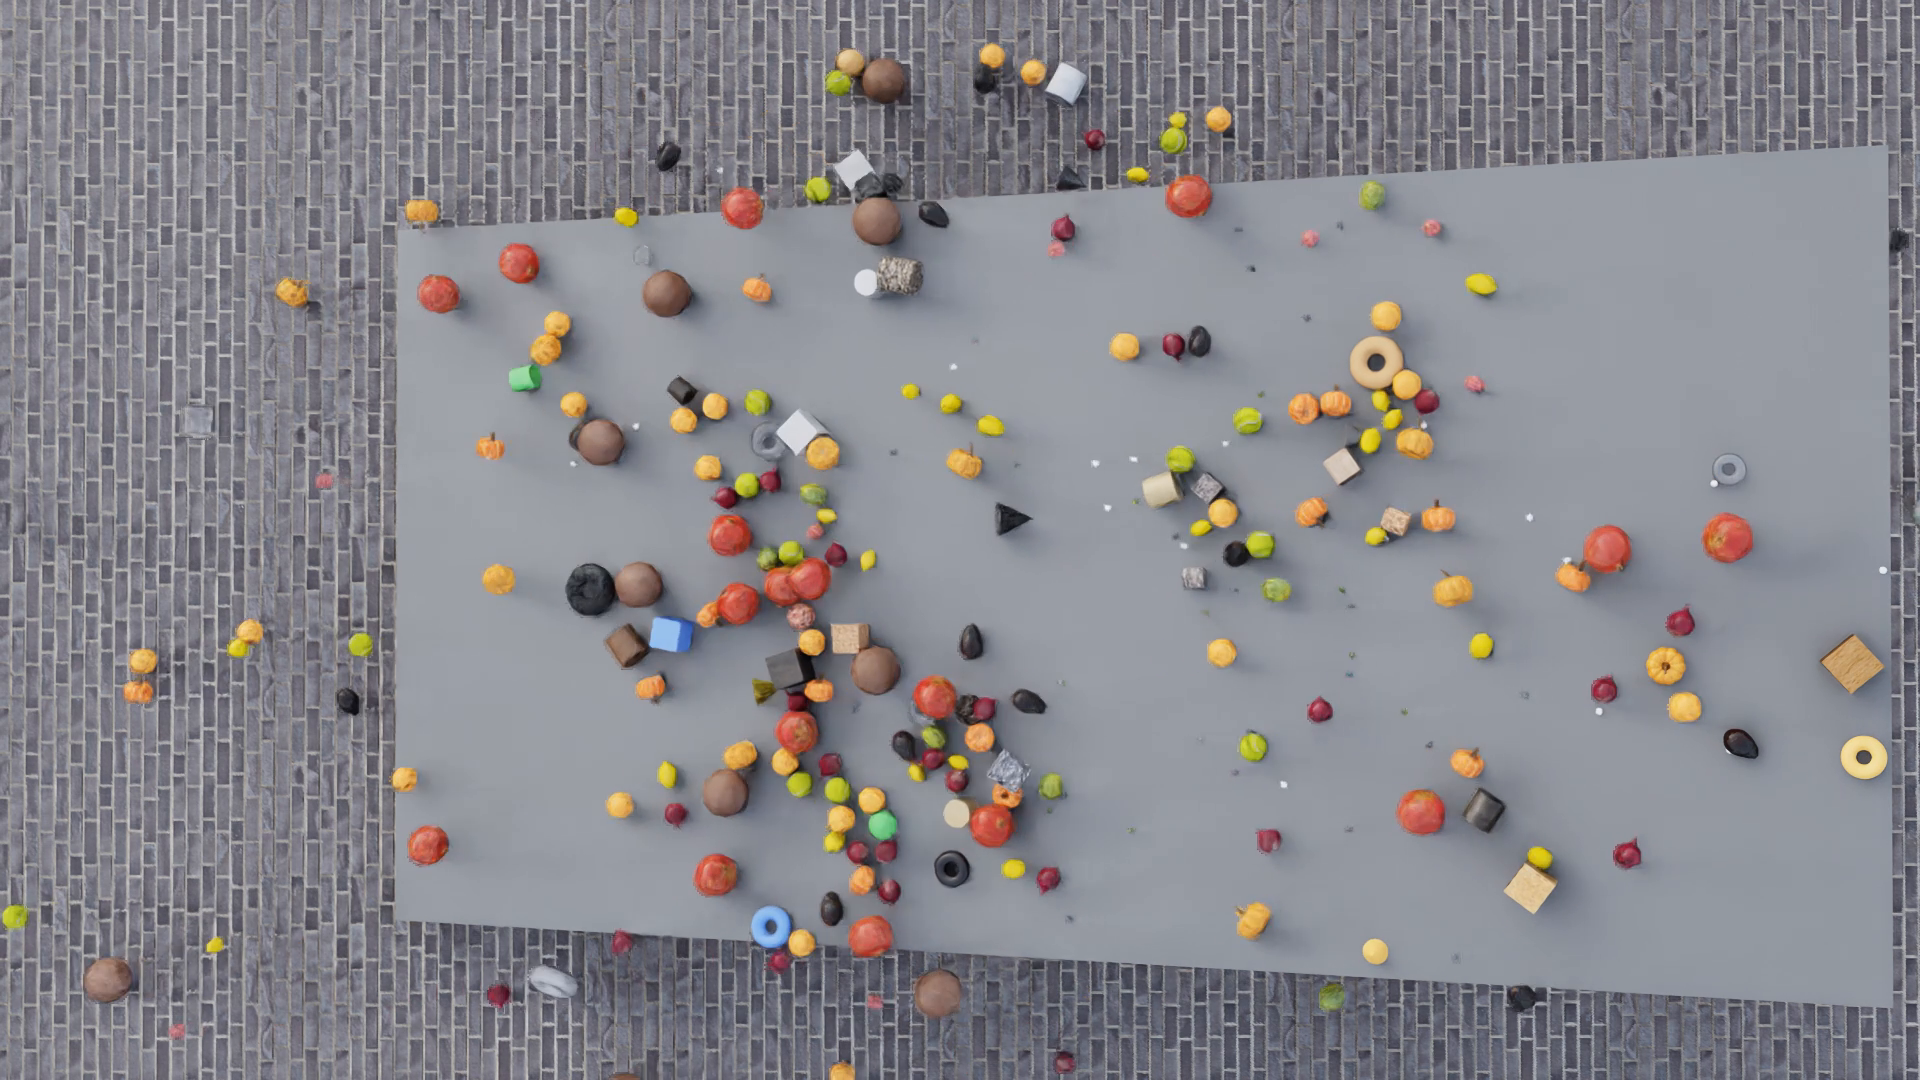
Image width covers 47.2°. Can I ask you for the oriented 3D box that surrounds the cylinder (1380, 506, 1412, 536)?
[{"bbox_3d":[1.076,-0.046,5.431,0.059,0.059,0.059,21,89,18],"label":"cylinder"}]

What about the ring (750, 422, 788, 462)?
[{"bbox_3d":[-0.519,-0.269,5.985,0.108,0.036,0.108,0,91,19],"label":"ring"}]

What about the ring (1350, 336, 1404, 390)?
[{"bbox_3d":[1.033,-0.441,5.458,0.134,0.045,0.134,0,90,20],"label":"ring"}]

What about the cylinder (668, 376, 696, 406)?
[{"bbox_3d":[-0.767,-0.412,6.059,0.057,0.057,0.057,41,89,14],"label":"cylinder"}]

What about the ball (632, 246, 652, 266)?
[{"bbox_3d":[-0.880,-0.789,6.103,0.056,0.056,0.056,0,89,0],"label":"ball"}]

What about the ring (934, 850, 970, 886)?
[{"bbox_3d":[-0.021,0.867,5.803,0.098,0.033,0.098,0,90,18],"label":"ring"}]

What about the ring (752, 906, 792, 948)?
[{"bbox_3d":[-0.512,1.049,5.963,0.116,0.039,0.116,0,90,18],"label":"ring"}]

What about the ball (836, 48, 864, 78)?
[{"bbox_3d":[-0.321,-1.399,6.449,0.081,0.081,0.081,0,89,0],"label":"ball"}]

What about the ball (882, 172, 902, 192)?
[{"bbox_3d":[-0.182,-0.958,5.893,0.054,0.054,0.054,0,89,0],"label":"ball"}]

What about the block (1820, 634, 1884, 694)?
[{"bbox_3d":[2.058,0.285,5.075,0.096,0.096,0.096,-43,77,13],"label":"block"}]

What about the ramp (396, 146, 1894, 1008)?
[{"bbox_3d":[0.278,0.092,5.782,4.000,0.100,2.000,0,89,19],"label":"ramp"}]

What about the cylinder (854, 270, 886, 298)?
[{"bbox_3d":[-0.238,-0.685,5.877,0.069,0.069,0.069,0,89,19],"label":"cylinder"}]

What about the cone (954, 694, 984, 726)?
[{"bbox_3d":[0.011,0.449,5.771,0.083,0.083,0.083,0,89,19],"label":"cone"}]

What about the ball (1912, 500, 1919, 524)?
[{"bbox_3d":[2.833,-0.082,6.426,0.091,0.091,0.091,0,89,0],"label":"ball"}]

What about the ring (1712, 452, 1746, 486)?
[{"bbox_3d":[1.818,-0.167,5.199,0.078,0.026,0.078,-1,88,18],"label":"ring"}]

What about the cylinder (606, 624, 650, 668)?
[{"bbox_3d":[-0.921,0.294,6.085,0.088,0.088,0.088,-38,78,0],"label":"cylinder"}]

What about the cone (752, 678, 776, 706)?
[{"bbox_3d":[-0.519,0.404,5.975,0.080,0.080,0.080,-12,89,-9],"label":"cone"}]

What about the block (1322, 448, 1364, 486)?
[{"bbox_3d":[0.953,-0.182,5.469,0.067,0.067,0.067,-36,79,15],"label":"block"}]

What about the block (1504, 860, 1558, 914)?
[{"bbox_3d":[1.376,0.835,5.302,0.087,0.087,0.087,37,101,15],"label":"block"}]

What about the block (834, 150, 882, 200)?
[{"bbox_3d":[-0.296,-1.067,6.425,0.090,0.090,0.090,-35,74,5],"label":"block"}]

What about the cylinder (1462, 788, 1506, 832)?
[{"bbox_3d":[1.273,0.658,5.345,0.077,0.077,0.077,32,99,0],"label":"cylinder"}]

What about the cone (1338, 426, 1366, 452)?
[{"bbox_3d":[0.988,-0.254,5.478,0.067,0.067,0.067,-5,89,-28],"label":"cone"}]

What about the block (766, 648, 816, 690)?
[{"bbox_3d":[-0.456,0.347,5.926,0.089,0.089,0.089,-19,83,17],"label":"block"}]

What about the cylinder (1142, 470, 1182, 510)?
[{"bbox_3d":[0.515,-0.129,5.610,0.080,0.080,0.080,-19,89,17],"label":"cylinder"}]

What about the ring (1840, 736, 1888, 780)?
[{"bbox_3d":[2.094,0.503,5.093,0.101,0.034,0.101,-1,88,18],"label":"ring"}]

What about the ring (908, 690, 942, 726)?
[{"bbox_3d":[-0.092,0.447,5.832,0.097,0.032,0.097,0,89,20],"label":"ring"}]

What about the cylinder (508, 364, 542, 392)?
[{"bbox_3d":[-1.228,-0.456,6.210,0.066,0.066,0.066,-11,89,18],"label":"cylinder"}]

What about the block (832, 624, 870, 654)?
[{"bbox_3d":[-0.293,0.262,5.879,0.076,0.076,0.076,-2,89,19],"label":"block"}]

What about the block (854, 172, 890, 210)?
[{"bbox_3d":[-0.237,-0.938,5.893,0.060,0.060,0.060,-32,66,6],"label":"block"}]

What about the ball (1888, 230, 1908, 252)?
[{"bbox_3d":[2.740,-0.877,6.448,0.069,0.069,0.069,0,89,0],"label":"ball"}]

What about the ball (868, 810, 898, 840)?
[{"bbox_3d":[-0.205,0.757,5.842,0.077,0.077,0.077,0,89,0],"label":"ball"}]

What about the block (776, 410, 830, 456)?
[{"bbox_3d":[-0.423,-0.287,5.925,0.086,0.086,0.086,-46,76,13],"label":"block"}]

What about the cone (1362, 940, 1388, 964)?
[{"bbox_3d":[1.022,1.022,5.432,0.063,0.063,0.063,0,89,19],"label":"cone"}]

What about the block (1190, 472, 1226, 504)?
[{"bbox_3d":[0.632,-0.130,5.582,0.058,0.058,0.058,43,102,14],"label":"block"}]

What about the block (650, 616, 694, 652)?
[{"bbox_3d":[-0.793,0.259,6.045,0.082,0.082,0.082,11,93,18],"label":"block"}]

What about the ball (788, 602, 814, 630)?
[{"bbox_3d":[-0.428,0.205,5.927,0.074,0.074,0.074,0,89,0],"label":"ball"}]

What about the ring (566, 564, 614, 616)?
[{"bbox_3d":[-1.034,0.139,6.146,0.147,0.049,0.147,0,90,18],"label":"ring"}]

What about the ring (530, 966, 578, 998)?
[{"bbox_3d":[-1.179,1.284,6.387,0.144,0.144,0.048,17,58,0],"label":"ring"}]

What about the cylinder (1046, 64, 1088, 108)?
[{"bbox_3d":[0.311,-1.332,6.442,0.093,0.093,0.093,28,90,0],"label":"cylinder"}]

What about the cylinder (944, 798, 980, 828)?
[{"bbox_3d":[0.006,0.715,5.770,0.074,0.074,0.074,-1,88,23],"label":"cylinder"}]
